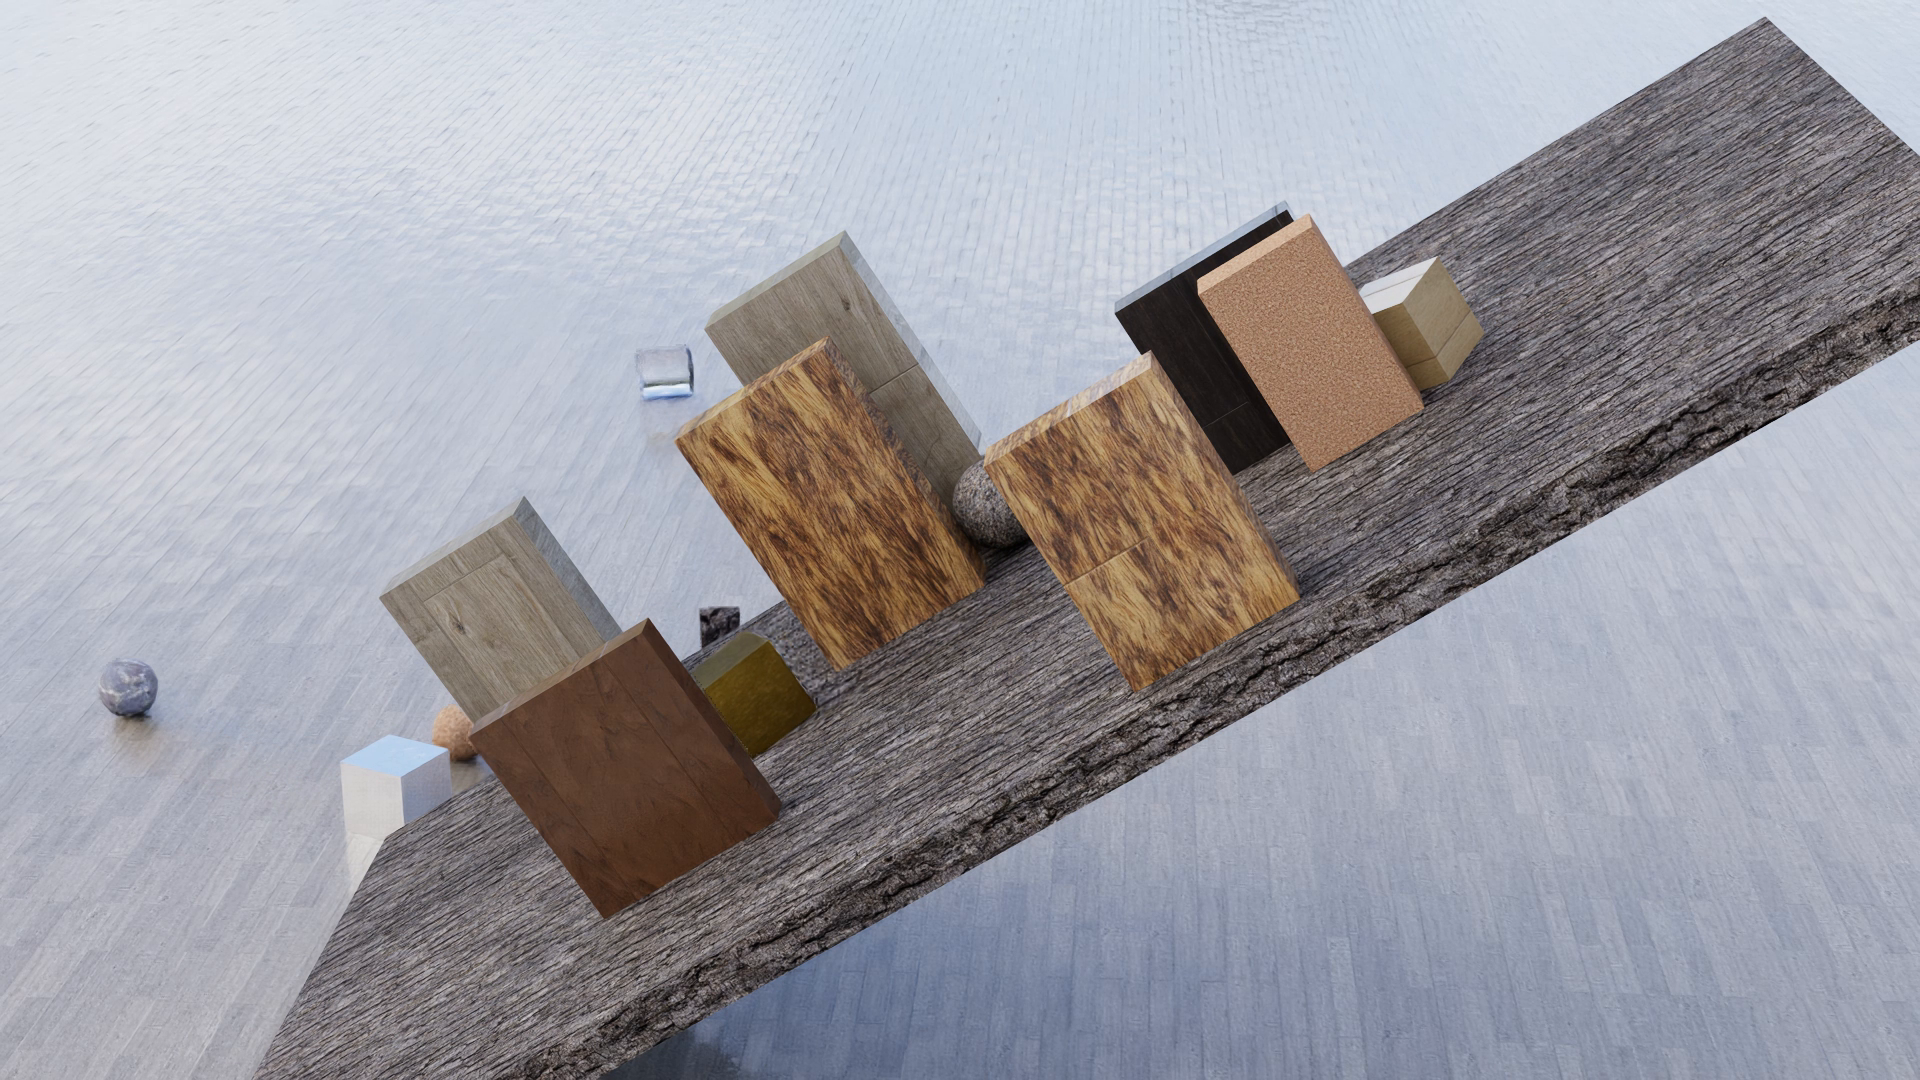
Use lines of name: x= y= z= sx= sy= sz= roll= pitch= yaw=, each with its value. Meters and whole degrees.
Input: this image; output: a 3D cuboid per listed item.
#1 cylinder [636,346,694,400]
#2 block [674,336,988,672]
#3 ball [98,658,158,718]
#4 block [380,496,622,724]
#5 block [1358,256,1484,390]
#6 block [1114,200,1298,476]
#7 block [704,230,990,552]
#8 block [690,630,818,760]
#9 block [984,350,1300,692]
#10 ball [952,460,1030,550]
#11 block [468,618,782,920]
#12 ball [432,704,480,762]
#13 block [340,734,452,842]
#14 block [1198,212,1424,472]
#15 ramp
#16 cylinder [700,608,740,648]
cylinder: x=-1.158 y=-0.656 z=11.547 sx=0.196 sy=0.196 sz=0.196 roll=-6 pitch=21 yaw=-14
block: x=-0.282 y=-0.076 z=6.512 sx=0.397 sy=0.641 sz=0.111 roll=-31 pitch=15 yaw=14
ball: x=-2.438 y=0.433 z=8.619 sx=0.171 sy=0.171 sz=0.171 roll=0 pitch=20 yaw=0
block: x=-1.089 y=0.251 z=7.301 sx=0.411 sy=0.589 sz=0.141 roll=-31 pitch=15 yaw=14
block: x=0.905 y=-0.422 z=5.953 sx=0.189 sy=0.189 sz=0.189 roll=-20 pitch=21 yaw=43
block: x=0.607 y=-0.409 z=6.076 sx=0.410 sy=0.429 sz=0.083 roll=-31 pitch=15 yaw=14
block: x=-0.207 y=-0.278 z=6.723 sx=0.366 sy=0.773 sz=0.138 roll=-31 pitch=15 yaw=14
block: x=-0.468 y=0.344 z=6.475 sx=0.192 sy=0.192 sz=0.192 roll=-38 pitch=15 yaw=-13
block: x=0.331 y=-0.031 z=5.326 sx=0.351 sy=0.512 sz=0.110 roll=-31 pitch=15 yaw=14
ball: x=0.087 y=-0.083 z=6.590 sx=0.209 sy=0.209 sz=0.209 roll=0 pitch=20 yaw=0
block: x=-0.678 y=0.468 z=5.977 sx=0.433 sy=0.479 sz=0.084 roll=-31 pitch=15 yaw=14
ball: x=-1.416 y=0.546 z=8.327 sx=0.159 sy=0.159 sz=0.159 roll=0 pitch=20 yaw=0
block: x=-1.514 y=0.673 z=7.915 sx=0.205 sy=0.205 sz=0.205 roll=11 pitch=23 yaw=27
block: x=0.694 y=-0.389 z=5.822 sx=0.257 sy=0.433 sz=0.113 roll=-31 pitch=15 yaw=14
ramp: x=0.140 y=0.170 z=6.294 sx=4.000 sy=0.100 sz=2.000 roll=-31 pitch=15 yaw=14
cylinder: x=-0.745 y=0.272 z=9.129 sx=0.121 sy=0.121 sz=0.121 roll=-2 pitch=20 yaw=-6
